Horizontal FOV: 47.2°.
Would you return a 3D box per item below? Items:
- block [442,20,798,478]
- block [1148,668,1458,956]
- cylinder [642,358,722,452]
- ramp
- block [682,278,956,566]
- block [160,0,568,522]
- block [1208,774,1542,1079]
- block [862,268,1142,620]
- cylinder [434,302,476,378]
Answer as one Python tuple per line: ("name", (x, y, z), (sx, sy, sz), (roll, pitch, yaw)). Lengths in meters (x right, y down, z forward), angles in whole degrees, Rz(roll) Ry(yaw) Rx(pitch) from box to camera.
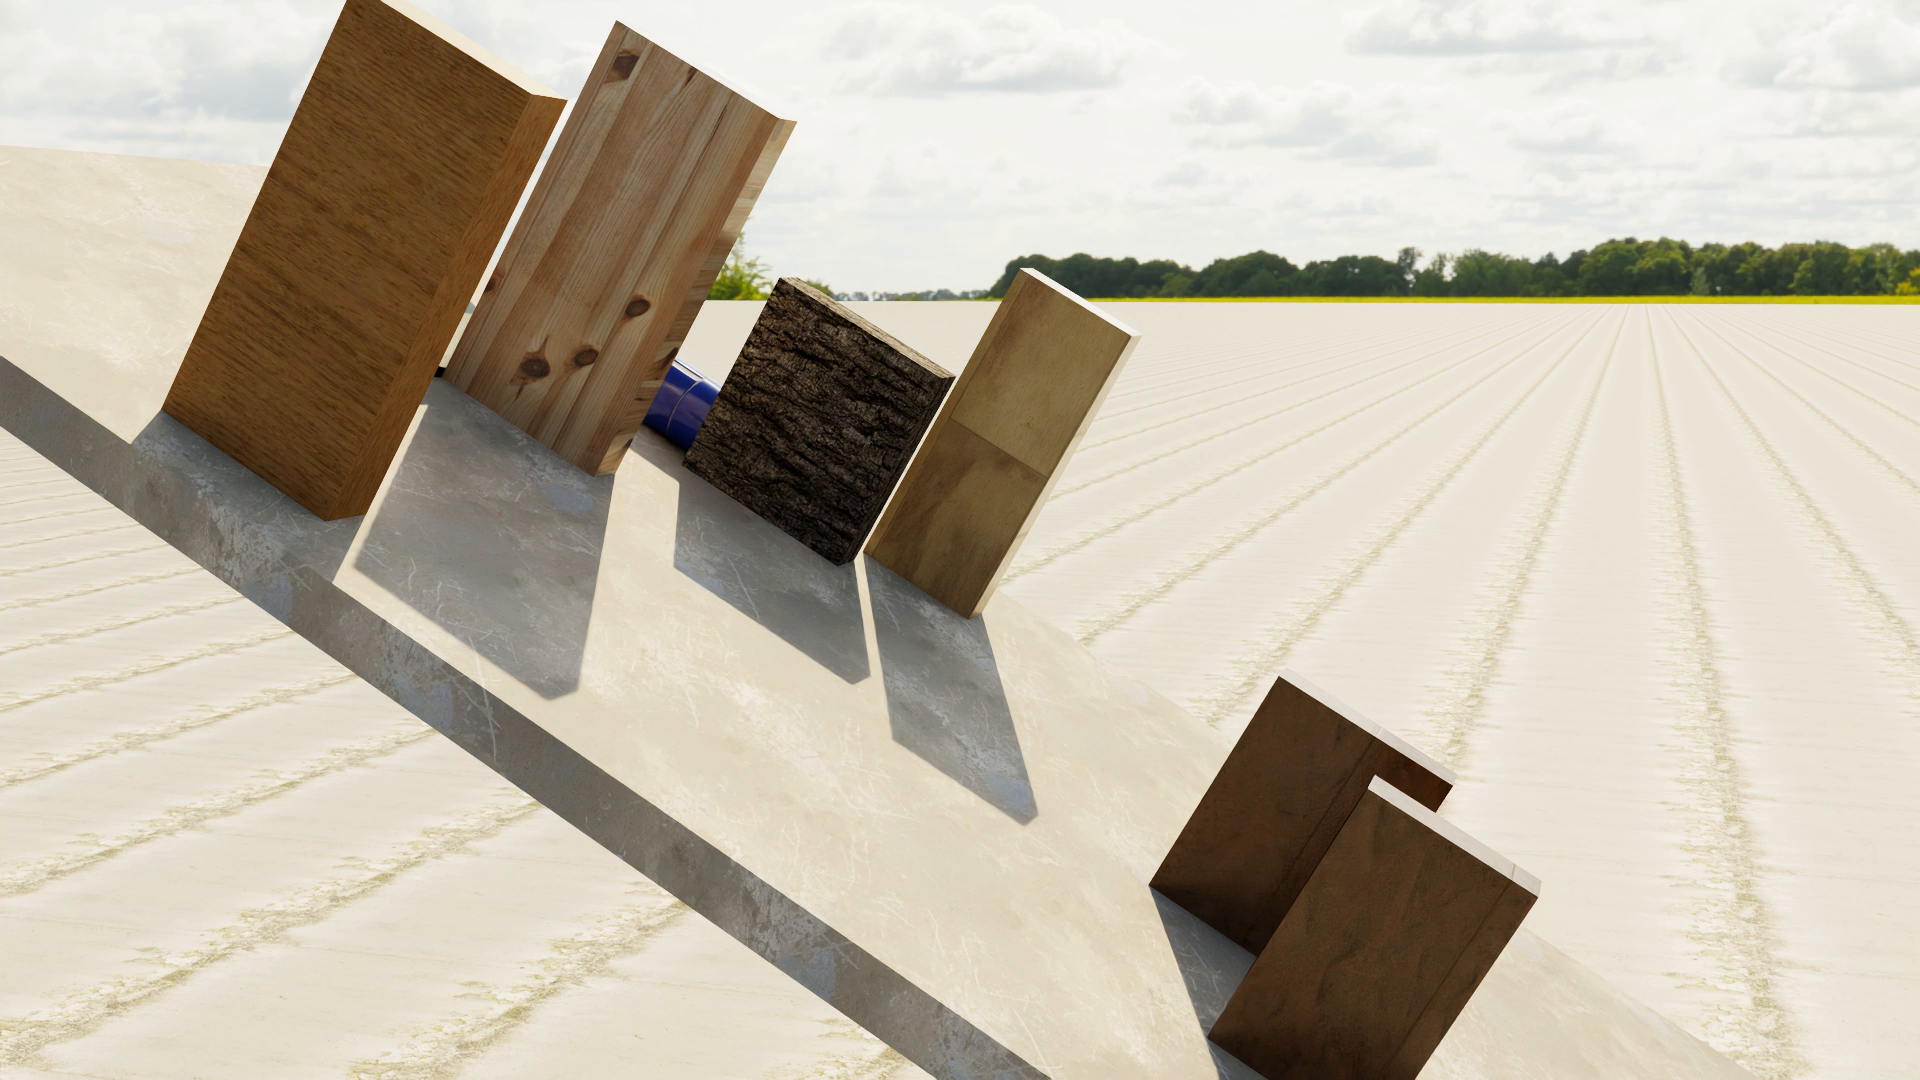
("block", (-0.674, -0.564, 4.310), (0.383, 0.795, 0.097), (33, 15, 11))
("block", (0.594, 0.506, 3.831), (0.344, 0.447, 0.088), (33, 15, 11))
("cylinder", (-0.588, -0.285, 4.801), (0.163, 0.163, 0.163), (34, 17, 15))
("ramp", (-0.183, 0.301, 4.127), (4.000, 0.100, 2.000), (33, 15, 11))
("block", (-0.301, -0.252, 4.646), (0.409, 0.459, 0.104), (33, 15, 11))
("block", (-0.944, -0.444, 3.463), (0.343, 0.756, 0.119), (33, 15, 11))
("block", (0.632, 0.645, 3.375), (0.293, 0.477, 0.094), (33, 15, 11))
("block", (0.087, -0.205, 4.733), (0.280, 0.709, 0.102), (33, 15, 11))
("cylinder", (-1.063, -0.426, 4.393), (0.147, 0.147, 0.147), (28, 15, -8))
